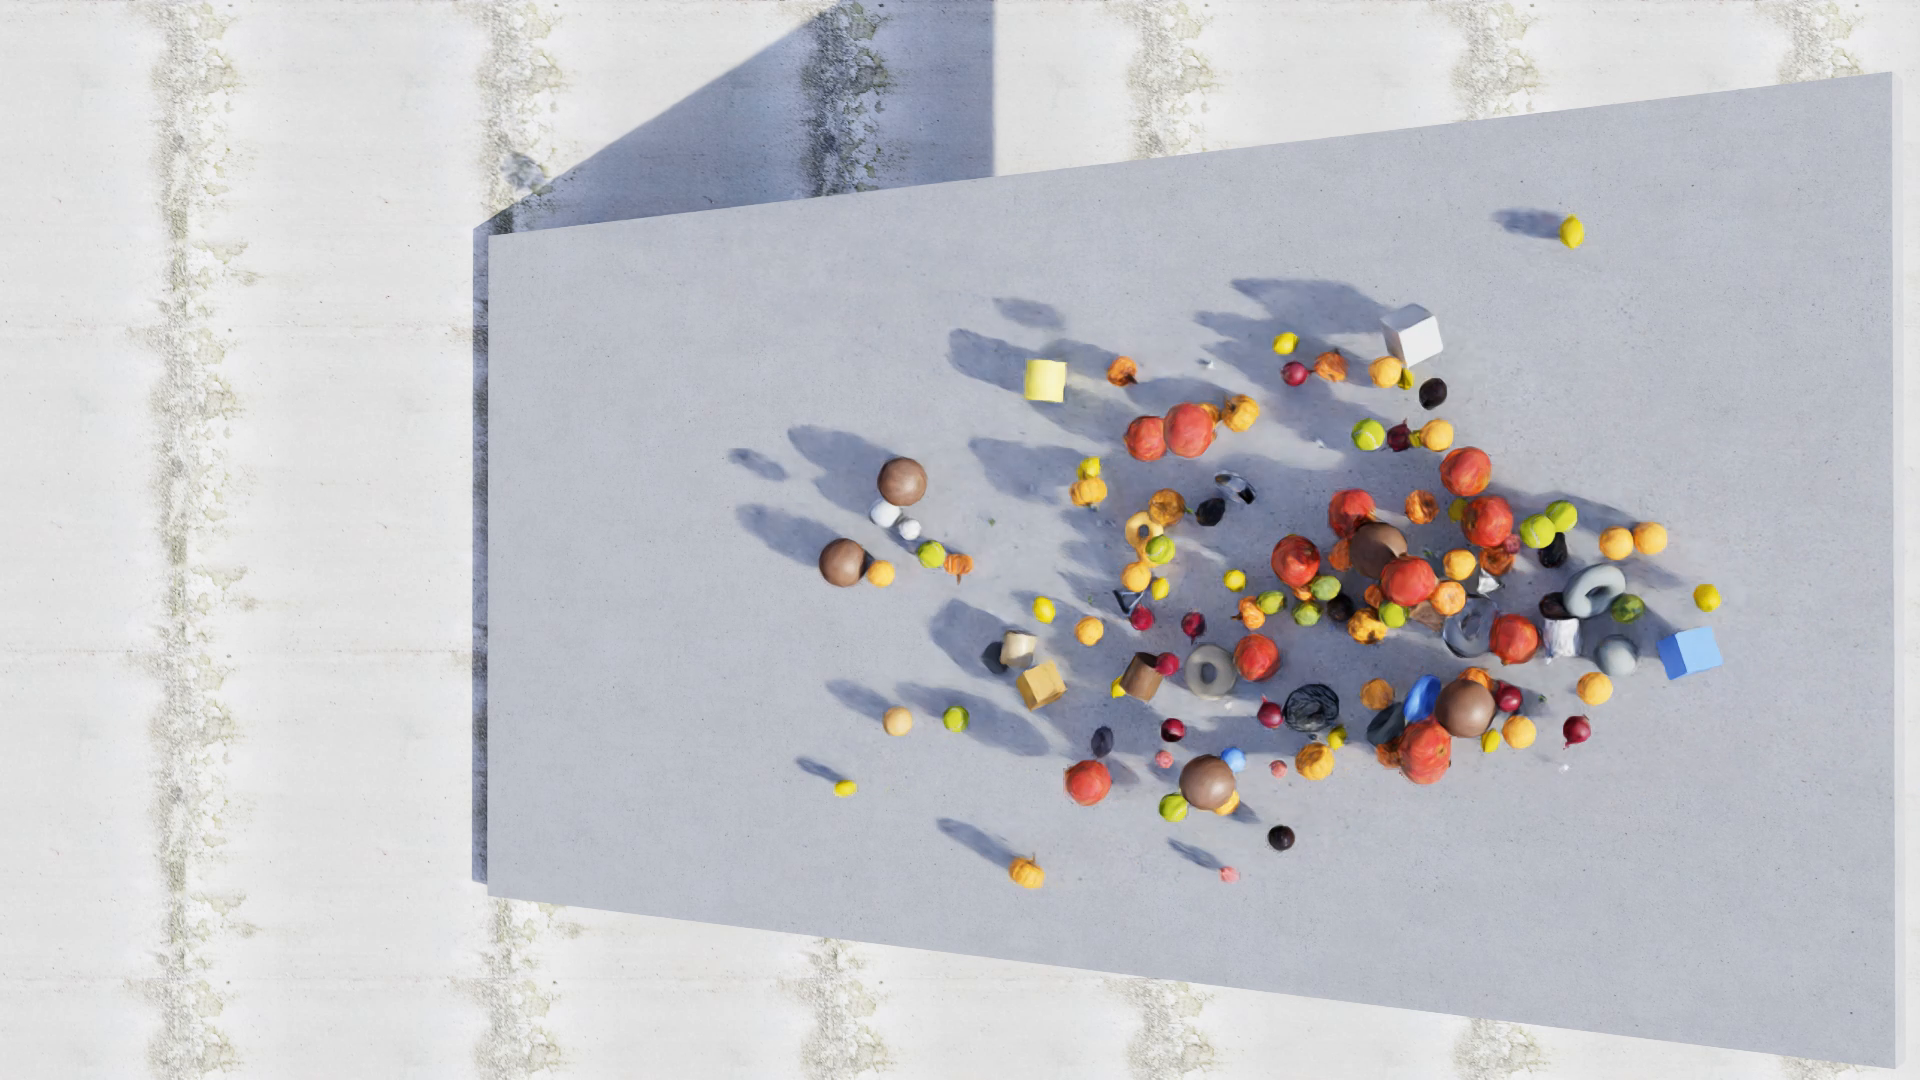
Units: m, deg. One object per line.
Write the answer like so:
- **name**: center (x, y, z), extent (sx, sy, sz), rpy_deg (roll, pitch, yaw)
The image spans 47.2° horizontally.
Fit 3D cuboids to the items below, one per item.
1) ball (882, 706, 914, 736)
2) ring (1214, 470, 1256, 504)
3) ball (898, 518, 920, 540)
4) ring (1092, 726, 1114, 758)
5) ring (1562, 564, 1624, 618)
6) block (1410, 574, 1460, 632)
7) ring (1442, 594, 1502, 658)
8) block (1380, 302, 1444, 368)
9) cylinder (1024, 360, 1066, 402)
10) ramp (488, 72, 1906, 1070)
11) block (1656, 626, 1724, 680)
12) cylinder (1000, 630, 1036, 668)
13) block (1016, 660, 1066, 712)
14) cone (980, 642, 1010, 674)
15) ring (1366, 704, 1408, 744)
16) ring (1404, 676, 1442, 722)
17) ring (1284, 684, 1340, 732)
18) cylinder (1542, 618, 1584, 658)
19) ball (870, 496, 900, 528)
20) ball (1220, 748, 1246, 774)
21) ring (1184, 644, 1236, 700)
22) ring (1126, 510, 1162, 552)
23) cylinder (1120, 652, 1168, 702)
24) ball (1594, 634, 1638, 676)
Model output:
- **ball**: center (-0.163, 0.474, 5.745), extent (0.081, 0.081, 0.081), rpy_deg (0, 90, 0)
- **ring**: center (0.645, -0.124, 5.156), extent (0.108, 0.108, 0.036), rpy_deg (35, 79, 0)
- **ball**: center (-0.132, -0.029, 5.742), extent (0.057, 0.057, 0.057), rpy_deg (0, 90, 0)
- **ring**: center (0.350, 0.497, 5.411), extent (0.026, 0.078, 0.078), rpy_deg (15, 89, -27)
- **ring**: center (1.350, 0.109, 4.683), extent (0.139, 0.046, 0.139), rpy_deg (-10, 132, -11)
- **block**: center (1.055, 0.141, 4.889), extent (0.076, 0.076, 0.076), rpy_deg (29, 128, -3)
- **ring**: center (1.126, 0.190, 4.837), extent (0.147, 0.049, 0.147), rpy_deg (-6, 105, -25)
- **block**: center (1.007, -0.458, 4.905), extent (0.092, 0.092, 0.092), rpy_deg (-26, 121, -6)
- **cylinder**: center (0.212, -0.397, 5.485), extent (0.098, 0.098, 0.098), rpy_deg (5, 92, 0)
- **ramp**: center (0.248, 0.068, 5.577), extent (4.000, 0.100, 2.000), rpy_deg (0, 89, 34)
- **block**: center (1.516, 0.235, 4.569), extent (0.084, 0.084, 0.084), rpy_deg (-12, 77, -13)
- **cylinder**: center (0.146, 0.274, 5.533), extent (0.082, 0.082, 0.082), rpy_deg (10, 94, 0)
- **block**: center (0.201, 0.363, 5.466), extent (0.082, 0.082, 0.082), rpy_deg (-21, 74, -20)
- **cone**: center (0.073, 0.301, 5.584), extent (0.083, 0.083, 0.083), rpy_deg (0, 89, 34)
- **ring**: center (0.965, 0.414, 4.955), extent (0.115, 0.115, 0.038), rpy_deg (-45, 99, 0)
- **ring**: center (1.024, 0.352, 4.866), extent (0.039, 0.116, 0.116), rpy_deg (30, 90, 33)
- **ring**: center (0.806, 0.386, 5.043), extent (0.131, 0.044, 0.131), rpy_deg (-5, 123, -7)
- **cylinder**: center (1.301, 0.212, 4.746), extent (0.080, 0.080, 0.080), rpy_deg (-3, 87, 0)
- **ball**: center (-0.197, -0.073, 5.772), extent (0.082, 0.082, 0.082), rpy_deg (0, 90, 0)
- **ball**: center (0.645, 0.521, 5.203), extent (0.062, 0.062, 0.062), rpy_deg (0, 90, 0)
- **ring**: center (0.596, 0.316, 5.249), extent (0.136, 0.045, 0.136), rpy_deg (1, 91, 35)
- **ring**: center (0.449, -0.021, 5.360), extent (0.101, 0.034, 0.101), rpy_deg (1, 91, 34)
- **cylinder**: center (0.445, 0.330, 5.326), extent (0.088, 0.088, 0.088), rpy_deg (27, 107, 0)
- **ball**: center (1.395, 0.246, 4.676), extent (0.091, 0.091, 0.091), rpy_deg (0, 90, 0)
